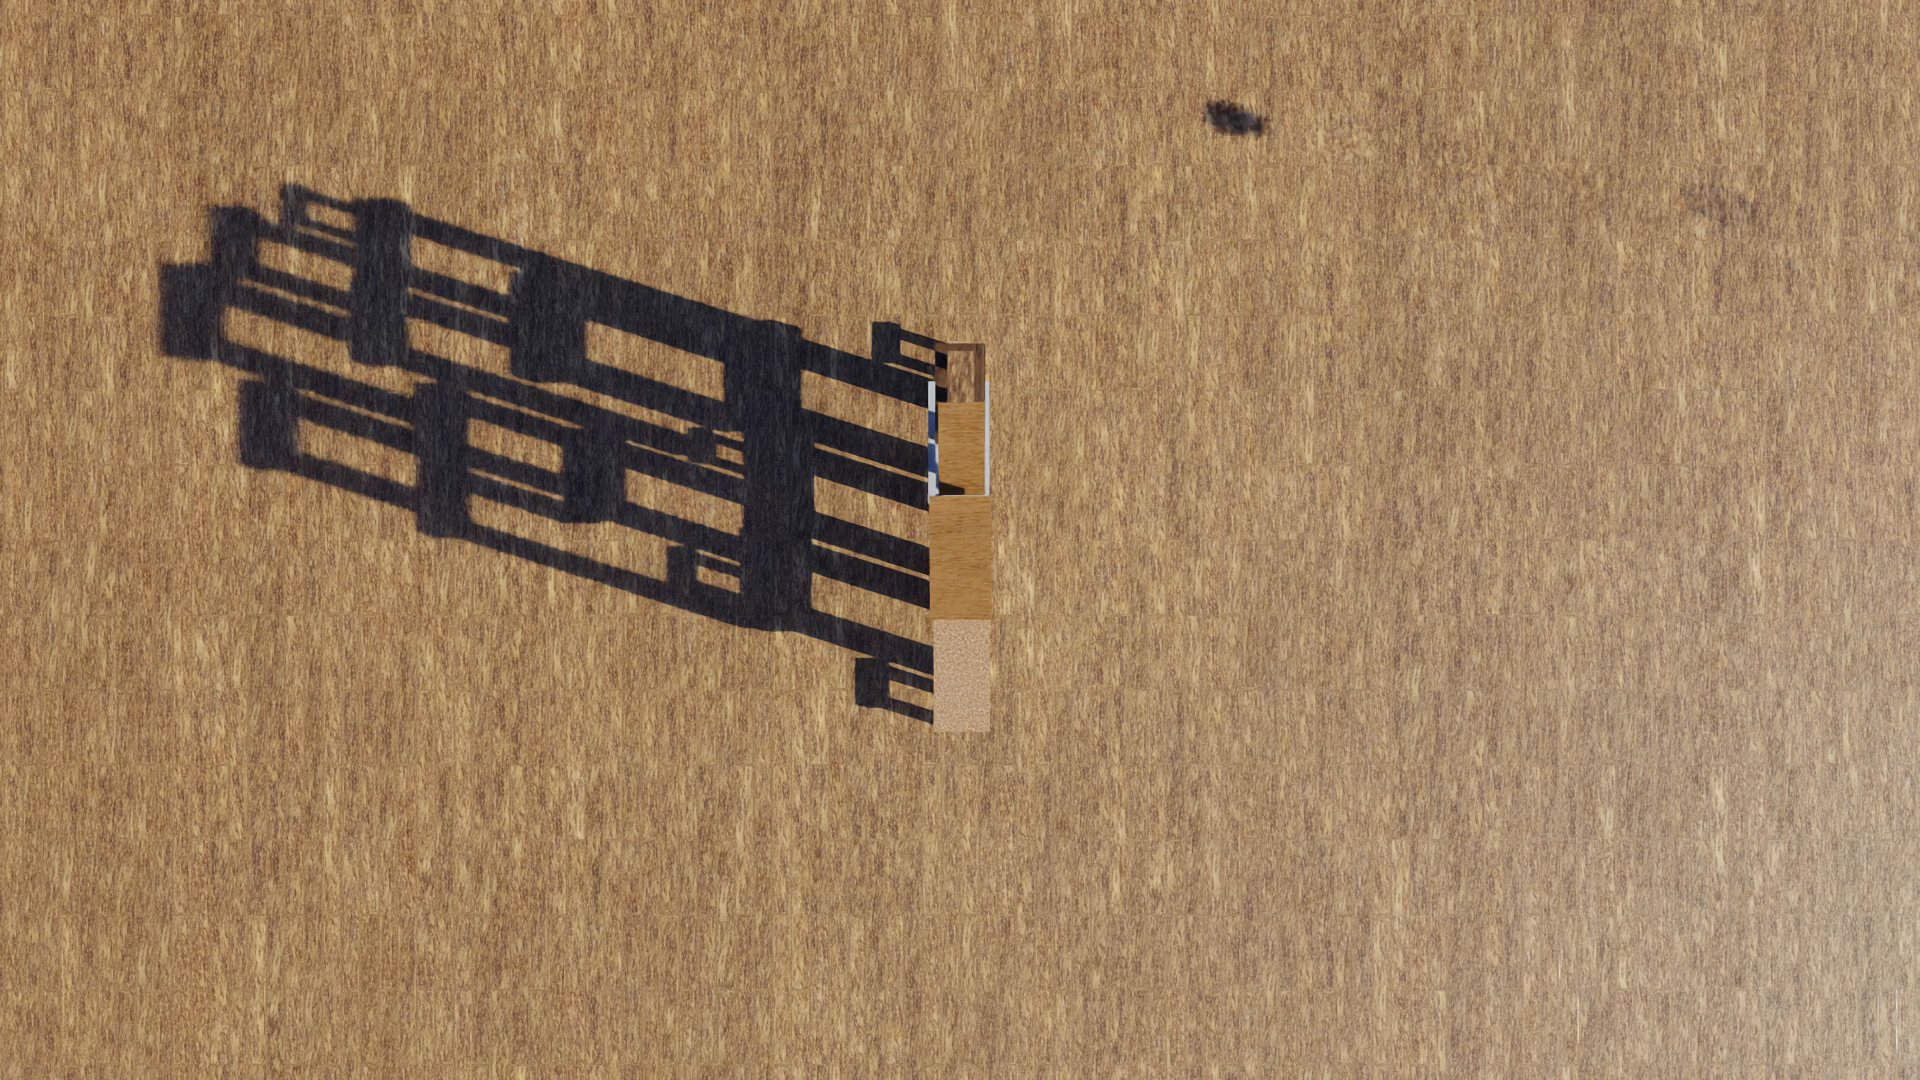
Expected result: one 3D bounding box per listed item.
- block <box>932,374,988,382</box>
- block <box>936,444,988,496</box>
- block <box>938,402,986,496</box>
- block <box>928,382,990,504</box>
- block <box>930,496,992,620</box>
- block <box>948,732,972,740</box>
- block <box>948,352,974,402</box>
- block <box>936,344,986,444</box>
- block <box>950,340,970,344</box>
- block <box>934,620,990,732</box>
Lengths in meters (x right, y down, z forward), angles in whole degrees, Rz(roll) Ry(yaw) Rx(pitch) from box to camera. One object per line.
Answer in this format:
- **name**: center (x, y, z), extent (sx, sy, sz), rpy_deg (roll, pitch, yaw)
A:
- **block**: center (0.003, -0.339, 5.129), extent (0.173, 0.049, 0.346), rpy_deg (0, 90, 0)
- **block**: center (0.004, -0.115, 4.412), extent (0.138, 0.039, 0.276), rpy_deg (0, 90, 0)
- **block**: center (0.004, -0.228, 4.144), extent (0.116, 0.033, 0.232), rpy_deg (-1, 90, 0)
- **block**: center (-0.004, -0.279, 4.732), extent (0.174, 0.049, 0.347), rpy_deg (0, 90, 0)
- **block**: center (0.001, 0.043, 4.068), extent (0.152, 0.043, 0.303), rpy_deg (0, 90, 0)
- **block**: center (0.001, 0.569, 5.334), extent (0.077, 0.022, 0.155), rpy_deg (0, 90, 0)
- **block**: center (0.002, -0.418, 4.257), extent (0.068, 0.019, 0.137), rpy_deg (0, 90, 0)
- **block**: center (0.000, -0.392, 4.422), extent (0.133, 0.038, 0.266), rpy_deg (0, 90, 0)
- **block**: center (-0.003, -0.582, 5.362), extent (0.064, 0.018, 0.129), rpy_deg (0, 90, 0)
- **block**: center (0.004, 0.344, 4.207), extent (0.143, 0.041, 0.286), rpy_deg (0, 90, 0)
